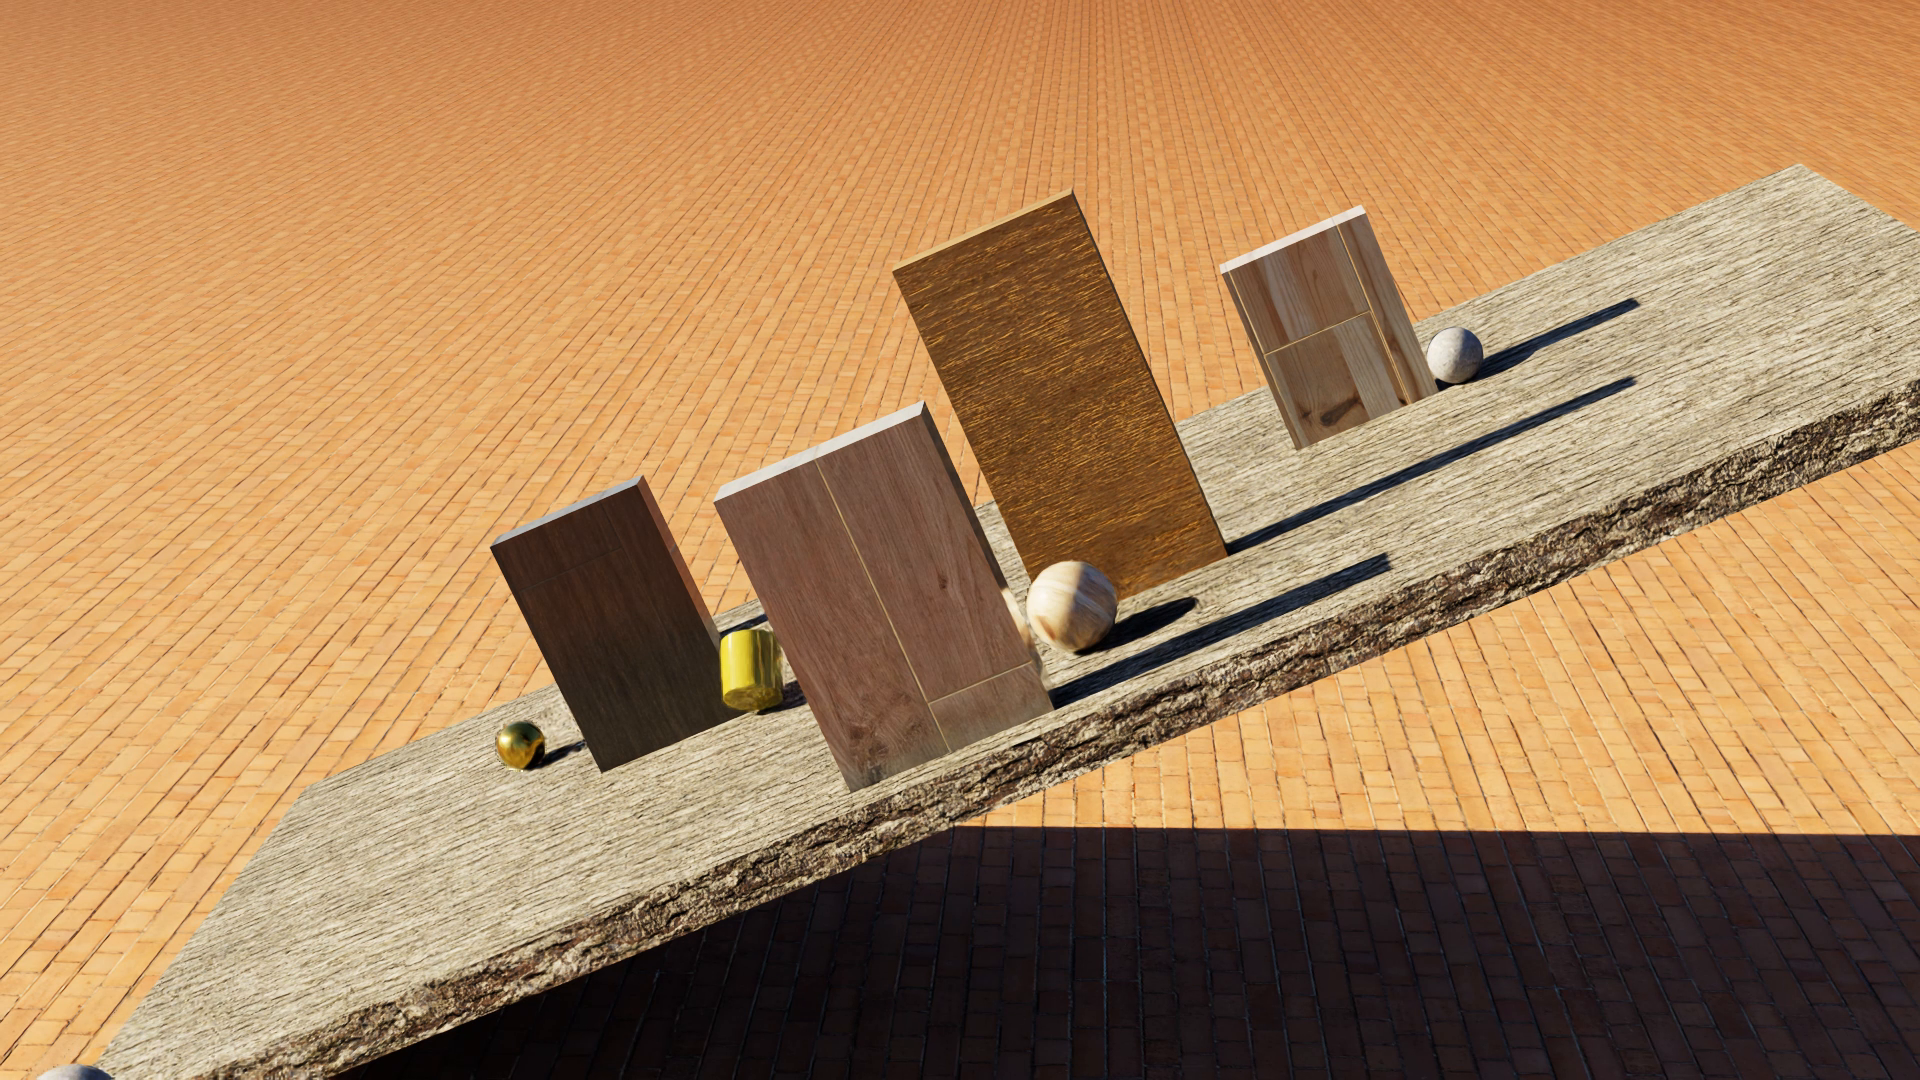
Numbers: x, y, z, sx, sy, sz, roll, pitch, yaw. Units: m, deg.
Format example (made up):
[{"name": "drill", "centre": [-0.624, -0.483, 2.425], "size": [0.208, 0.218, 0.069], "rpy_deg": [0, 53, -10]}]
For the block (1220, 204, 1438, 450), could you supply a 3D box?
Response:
[{"name": "block", "centre": [0.803, -0.461, 6.405], "size": [0.333, 0.426, 0.113], "rpy_deg": [-23, 13, 8]}]

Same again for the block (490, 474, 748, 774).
[{"name": "block", "centre": [-0.727, 0.182, 6.331], "size": [0.349, 0.553, 0.092], "rpy_deg": [-23, 13, 8]}]

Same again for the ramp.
[{"name": "ramp", "centre": [0.131, 0.170, 6.285], "size": [4.000, 0.100, 2.000], "rpy_deg": [-23, 13, 8]}]

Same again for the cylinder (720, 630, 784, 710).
[{"name": "cylinder", "centre": [-0.443, 0.277, 6.265], "size": [0.130, 0.130, 0.130], "rpy_deg": [-3, -27, -2]}]

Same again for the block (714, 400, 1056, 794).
[{"name": "block", "centre": [-0.134, 0.106, 5.419], "size": [0.412, 0.606, 0.122], "rpy_deg": [-23, 13, 8]}]

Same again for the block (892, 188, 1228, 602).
[{"name": "block", "centre": [0.203, -0.257, 5.848], "size": [0.382, 0.792, 0.085], "rpy_deg": [-23, 13, 8]}]

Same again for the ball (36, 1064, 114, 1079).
[{"name": "ball", "centre": [-1.636, 1.069, 5.424], "size": [0.203, 0.203, 0.203], "rpy_deg": [0, 15, 0]}]

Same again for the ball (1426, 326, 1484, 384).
[{"name": "ball", "centre": [1.070, -0.400, 6.357], "size": [0.122, 0.122, 0.122], "rpy_deg": [0, 15, 0]}]

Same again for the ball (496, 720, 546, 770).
[{"name": "ball", "centre": [-0.998, 0.466, 6.689], "size": [0.111, 0.111, 0.111], "rpy_deg": [0, 15, 0]}]

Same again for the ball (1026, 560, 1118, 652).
[{"name": "ball", "centre": [0.216, 0.127, 5.673], "size": [0.175, 0.175, 0.175], "rpy_deg": [0, 15, 0]}]
